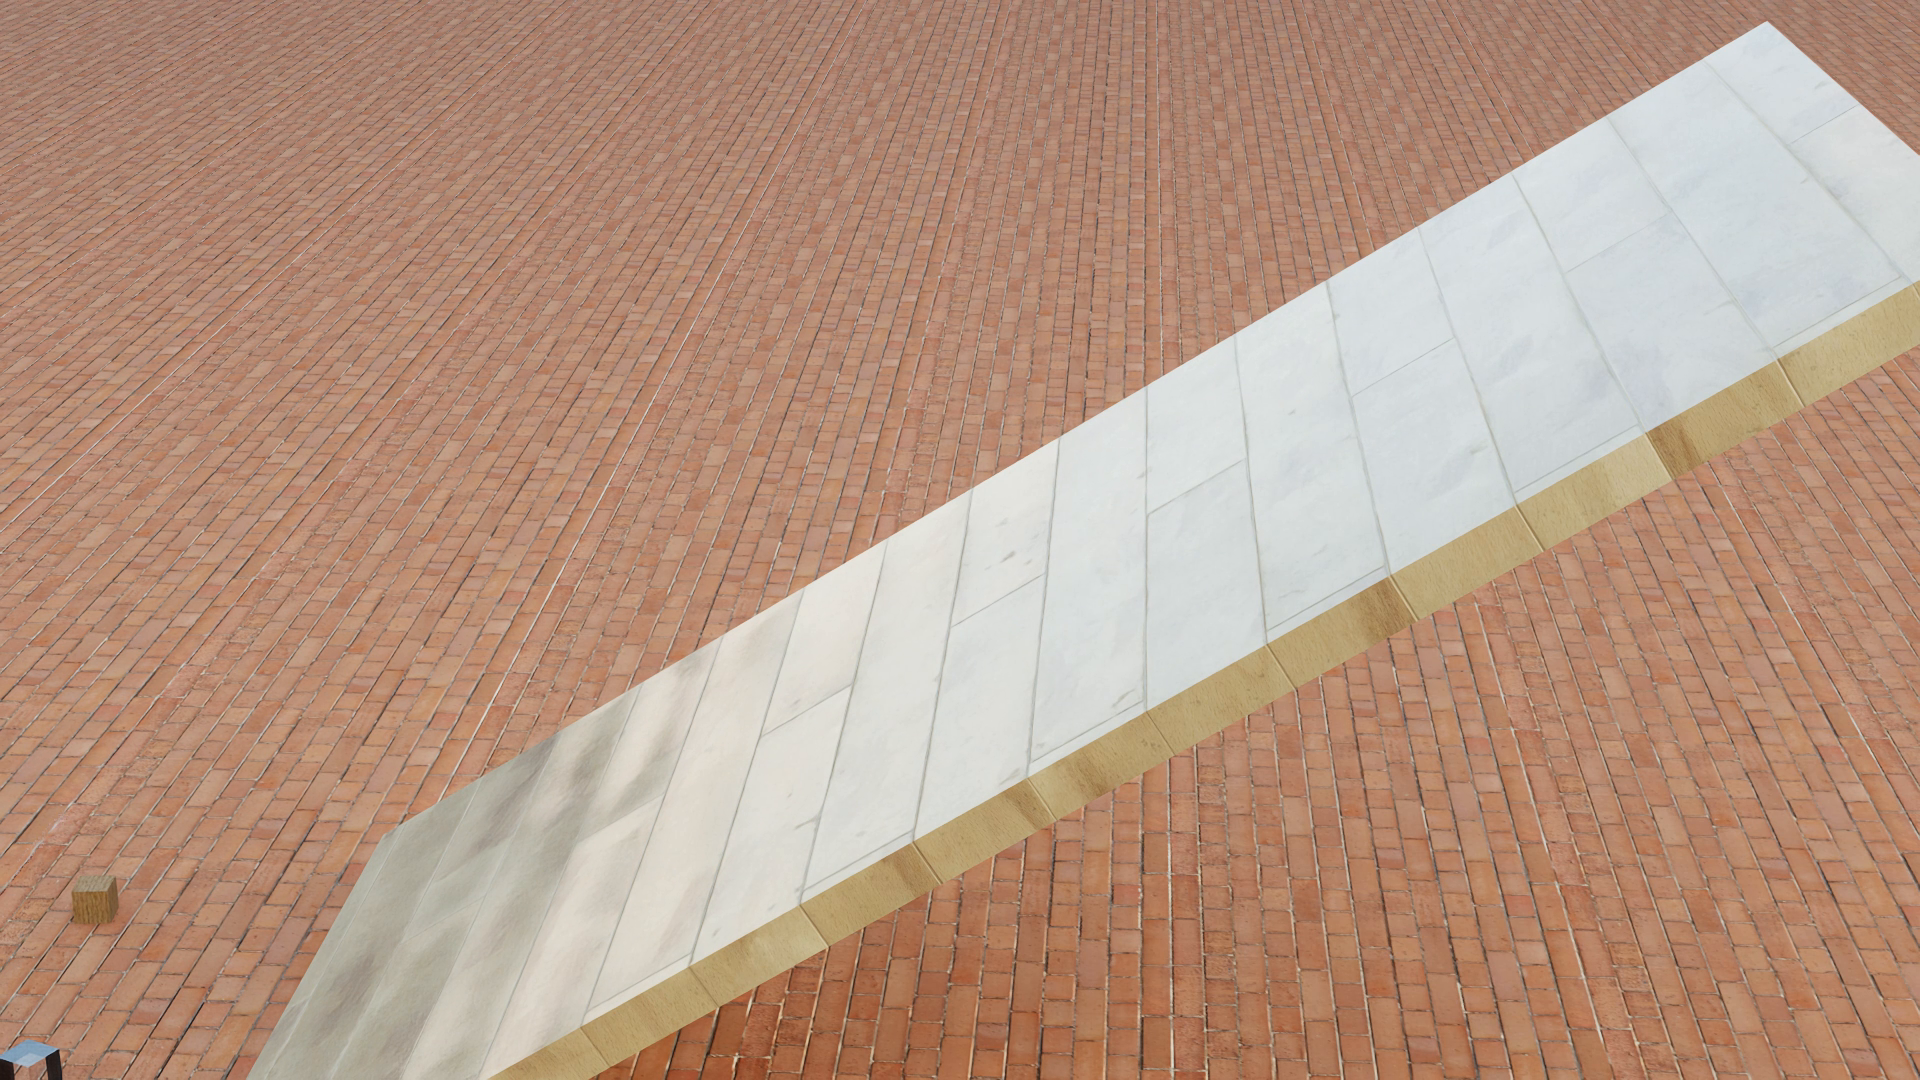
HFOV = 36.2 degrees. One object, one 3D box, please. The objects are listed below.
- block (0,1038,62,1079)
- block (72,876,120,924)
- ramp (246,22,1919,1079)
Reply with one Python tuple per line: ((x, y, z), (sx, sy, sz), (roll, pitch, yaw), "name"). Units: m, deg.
((-2.091, 1.196, 6.617), (0.095, 0.095, 0.095), (10, 22, 26), "block")
((-2.182, 0.907, 7.421), (0.090, 0.090, 0.090), (-1, 20, -2), "block")
((0.140, 0.170, 6.293), (4.000, 0.100, 2.000), (-30, 15, 13), "ramp")
